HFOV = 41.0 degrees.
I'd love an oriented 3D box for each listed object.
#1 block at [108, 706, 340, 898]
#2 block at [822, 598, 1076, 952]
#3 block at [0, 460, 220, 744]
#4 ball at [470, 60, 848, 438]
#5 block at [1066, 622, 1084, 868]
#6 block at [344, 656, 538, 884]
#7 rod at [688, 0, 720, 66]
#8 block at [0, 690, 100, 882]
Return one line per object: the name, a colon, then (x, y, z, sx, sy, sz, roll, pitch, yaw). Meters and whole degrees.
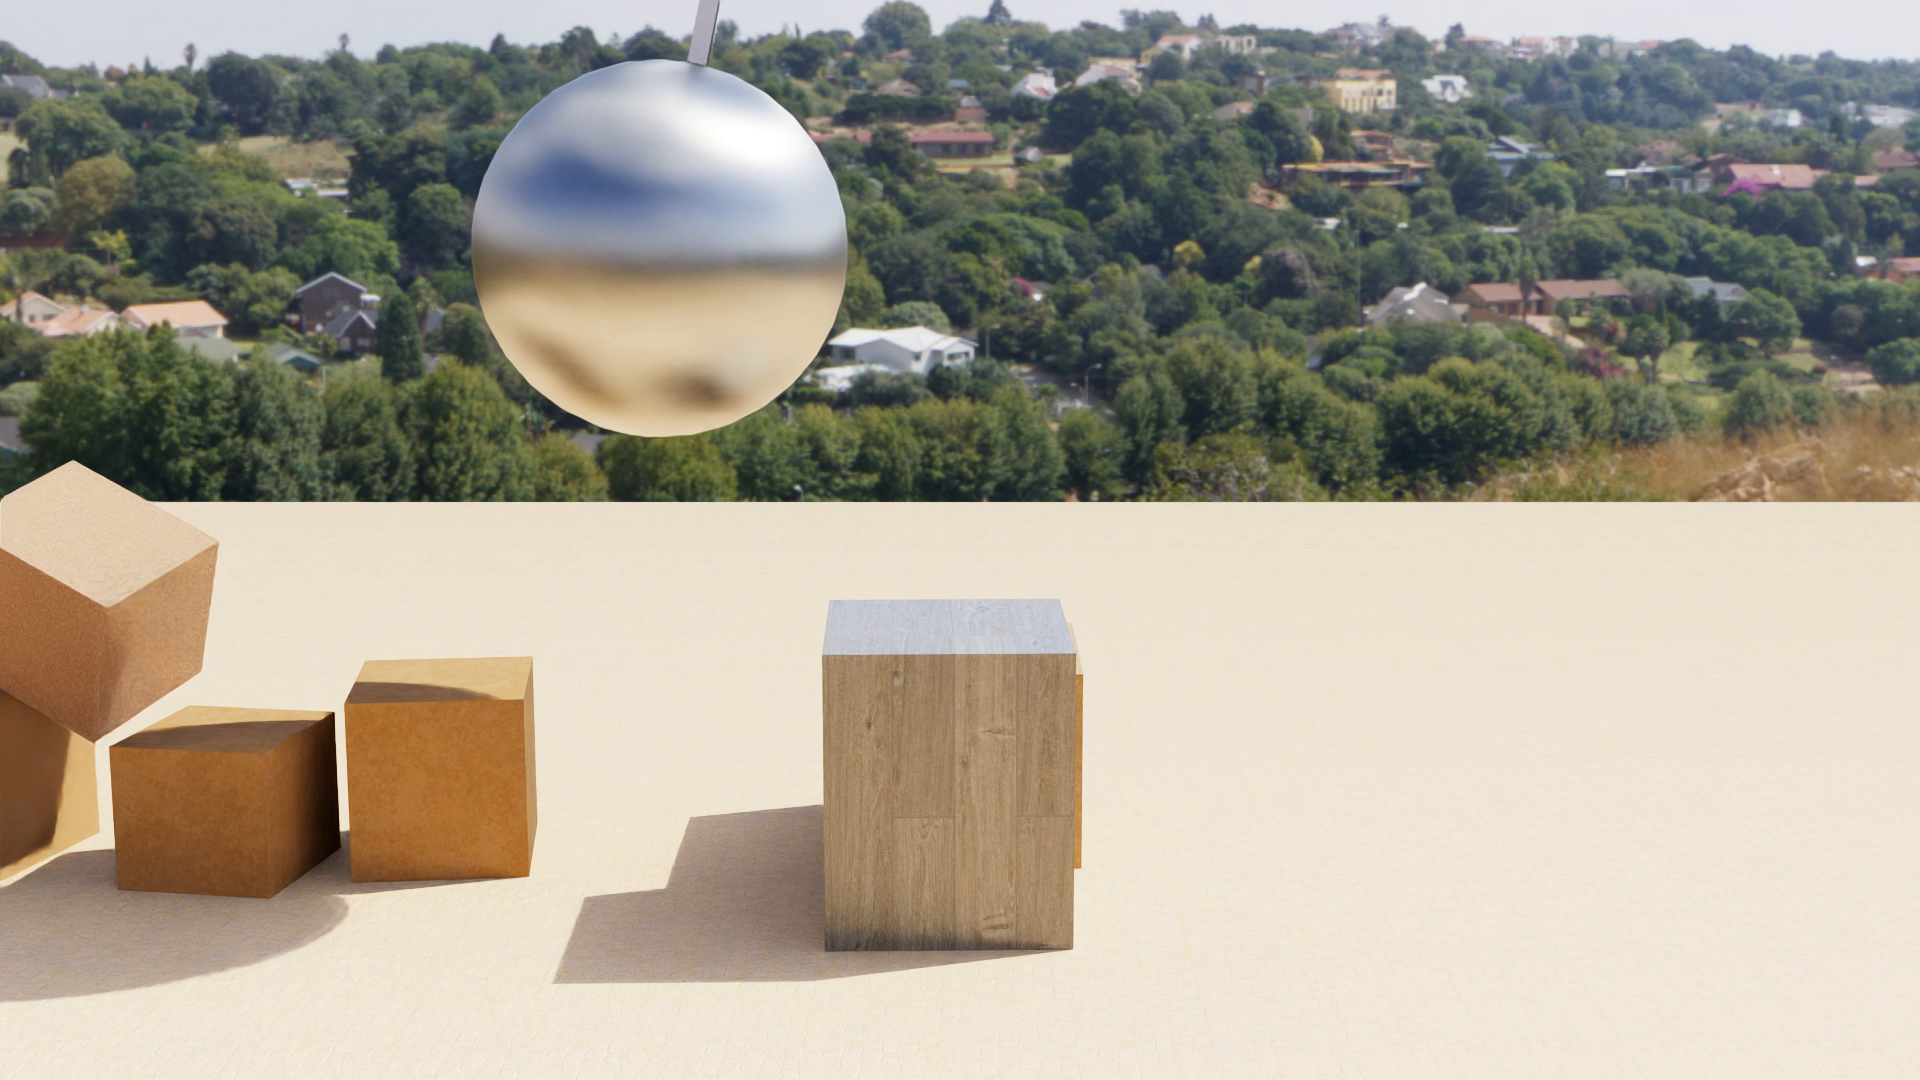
block: (-3.257, 1.153, 11.424, 0.708, 0.644, 0.750, 2, 10, 10)
block: (-0.056, 0.963, 10.826, 1.009, 1.233, 1.080, 0, 10, -1)
block: (-3.884, 0.264, 11.365, 0.825, 0.745, 0.709, 27, 33, 14)
ball: (-1.277, -1.240, 10.955, 1.600, 1.600, 1.600, 0, 10, 0)
block: (0.005, 0.935, 11.932, 1.075, 0.892, 1.080, 0, 10, 0)
block: (-2.339, 1.026, 11.657, 0.770, 0.810, 0.845, -1, 10, -7)
rod: (-0.553, -4.508, 10.361, 0.080, 5.200, 0.080, 12, 10, -2)
block: (-4.567, 1.020, 11.682, 0.899, 0.812, 0.805, 3, 11, 14)
